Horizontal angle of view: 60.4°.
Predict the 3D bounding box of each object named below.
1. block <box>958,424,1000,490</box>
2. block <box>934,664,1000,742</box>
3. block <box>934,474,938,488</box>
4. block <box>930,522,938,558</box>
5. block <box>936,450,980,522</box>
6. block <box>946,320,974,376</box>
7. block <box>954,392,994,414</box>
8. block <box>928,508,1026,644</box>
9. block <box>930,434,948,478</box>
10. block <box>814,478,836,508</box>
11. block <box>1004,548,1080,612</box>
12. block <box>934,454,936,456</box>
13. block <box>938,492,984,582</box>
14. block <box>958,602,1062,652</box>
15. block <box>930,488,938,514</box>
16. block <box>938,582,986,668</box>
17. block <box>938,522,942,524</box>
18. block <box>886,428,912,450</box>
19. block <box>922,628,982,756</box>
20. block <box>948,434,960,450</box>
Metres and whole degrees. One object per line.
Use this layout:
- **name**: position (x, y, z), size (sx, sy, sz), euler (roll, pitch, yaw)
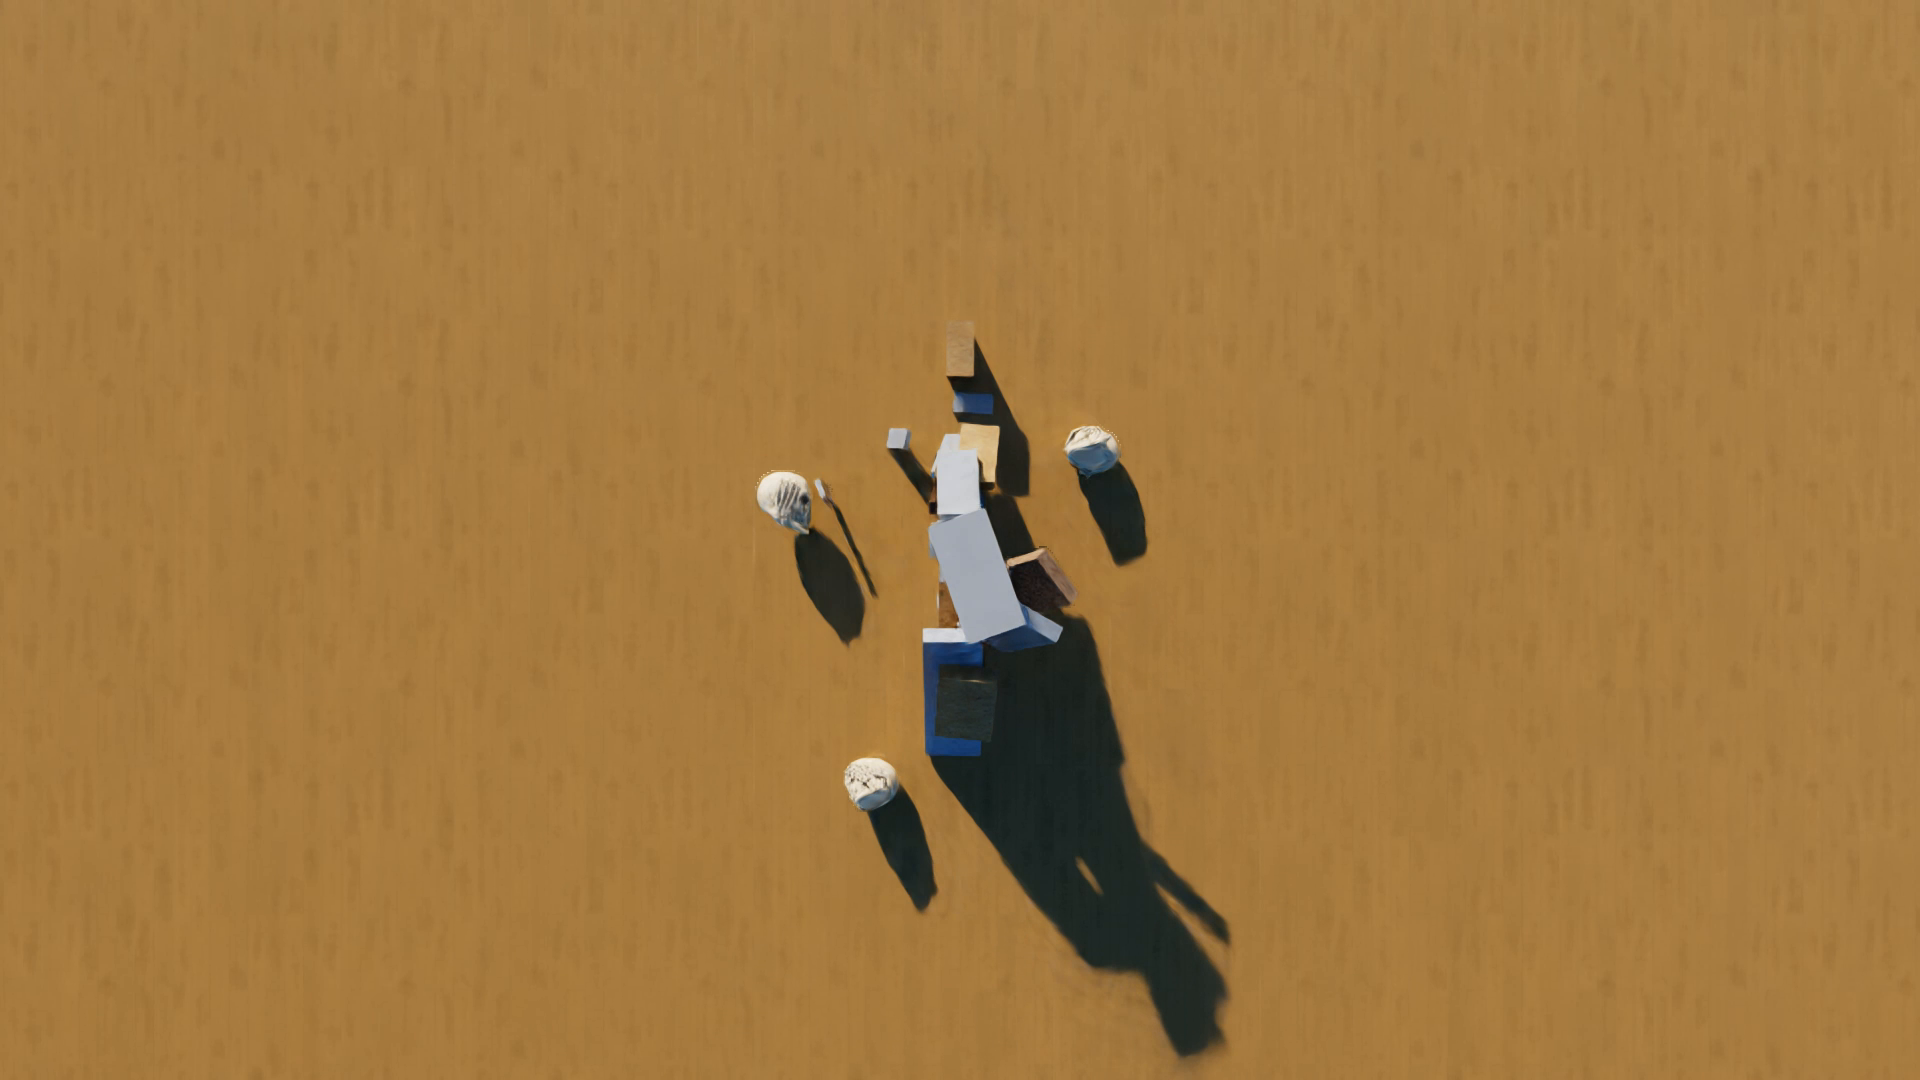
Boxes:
- **block**: position (0.055, -0.259, 5.106), size (0.120, 0.034, 0.239), euler (5, 50, 2)
- **block**: position (0.019, 0.509, 5.129), size (0.180, 0.360, 0.051), euler (6, 54, 1)
- **block**: position (-0.014, -0.219, 5.204), size (0.120, 0.239, 0.034), euler (1, 111, 2)
- **block**: position (-0.001, -0.003, 4.987), size (0.178, 0.369, 0.050), euler (0, 99, 0)
- **block**: position (-0.005, -0.165, 4.980), size (0.126, 0.036, 0.252), euler (-2, 52, 0)
- **block**: position (0.001, -0.616, 5.311), size (0.088, 0.025, 0.176), euler (0, 90, 0)
- **block**: position (0.045, -0.454, 5.491), size (0.131, 0.018, 0.065), euler (2, 90, 0)
- **block**: position (0.048, 0.105, 4.773), size (0.178, 0.050, 0.356), euler (-19, 89, 0)
- **block**: position (-0.027, -0.267, 5.420), size (0.095, 0.027, 0.191), euler (13, 46, 6)
- **block**: position (-0.442, -0.153, 5.398), size (0.018, 0.131, 0.065), euler (-23, 75, 4)
- **block**: position (0.183, 0.143, 5.012), size (0.178, 0.356, 0.050), euler (52, 53, -15)
- **block**: position (-0.023, -0.215, 5.417), size (0.095, 0.191, 0.027), euler (-6, 133, -6)
- **block**: position (0.005, -0.009, 5.193), size (0.142, 0.040, 0.284), euler (1, 91, 0)
- **block**: position (0.147, 0.262, 4.993), size (0.180, 0.360, 0.051), euler (31, 71, -17)
- **block**: position (-0.016, -0.157, 5.138), size (0.126, 0.359, 0.036), euler (2, 111, 4)
- **block**: position (0.006, 0.281, 5.183), size (0.148, 0.042, 0.295), euler (1, 90, 0)
- **block**: position (-0.003, -0.078, 5.047), size (0.126, 0.252, 0.036), euler (0, 109, 0)
- **block**: position (-0.200, -0.334, 5.438), size (0.018, 0.131, 0.065), euler (12, 90, -27)
- **block**: position (-0.022, 0.490, 5.203), size (0.180, 0.697, 0.051), euler (0, 54, 0)
- **block**: position (0.028, -0.277, 5.260), size (0.120, 0.308, 0.034), euler (0, 111, -3)
